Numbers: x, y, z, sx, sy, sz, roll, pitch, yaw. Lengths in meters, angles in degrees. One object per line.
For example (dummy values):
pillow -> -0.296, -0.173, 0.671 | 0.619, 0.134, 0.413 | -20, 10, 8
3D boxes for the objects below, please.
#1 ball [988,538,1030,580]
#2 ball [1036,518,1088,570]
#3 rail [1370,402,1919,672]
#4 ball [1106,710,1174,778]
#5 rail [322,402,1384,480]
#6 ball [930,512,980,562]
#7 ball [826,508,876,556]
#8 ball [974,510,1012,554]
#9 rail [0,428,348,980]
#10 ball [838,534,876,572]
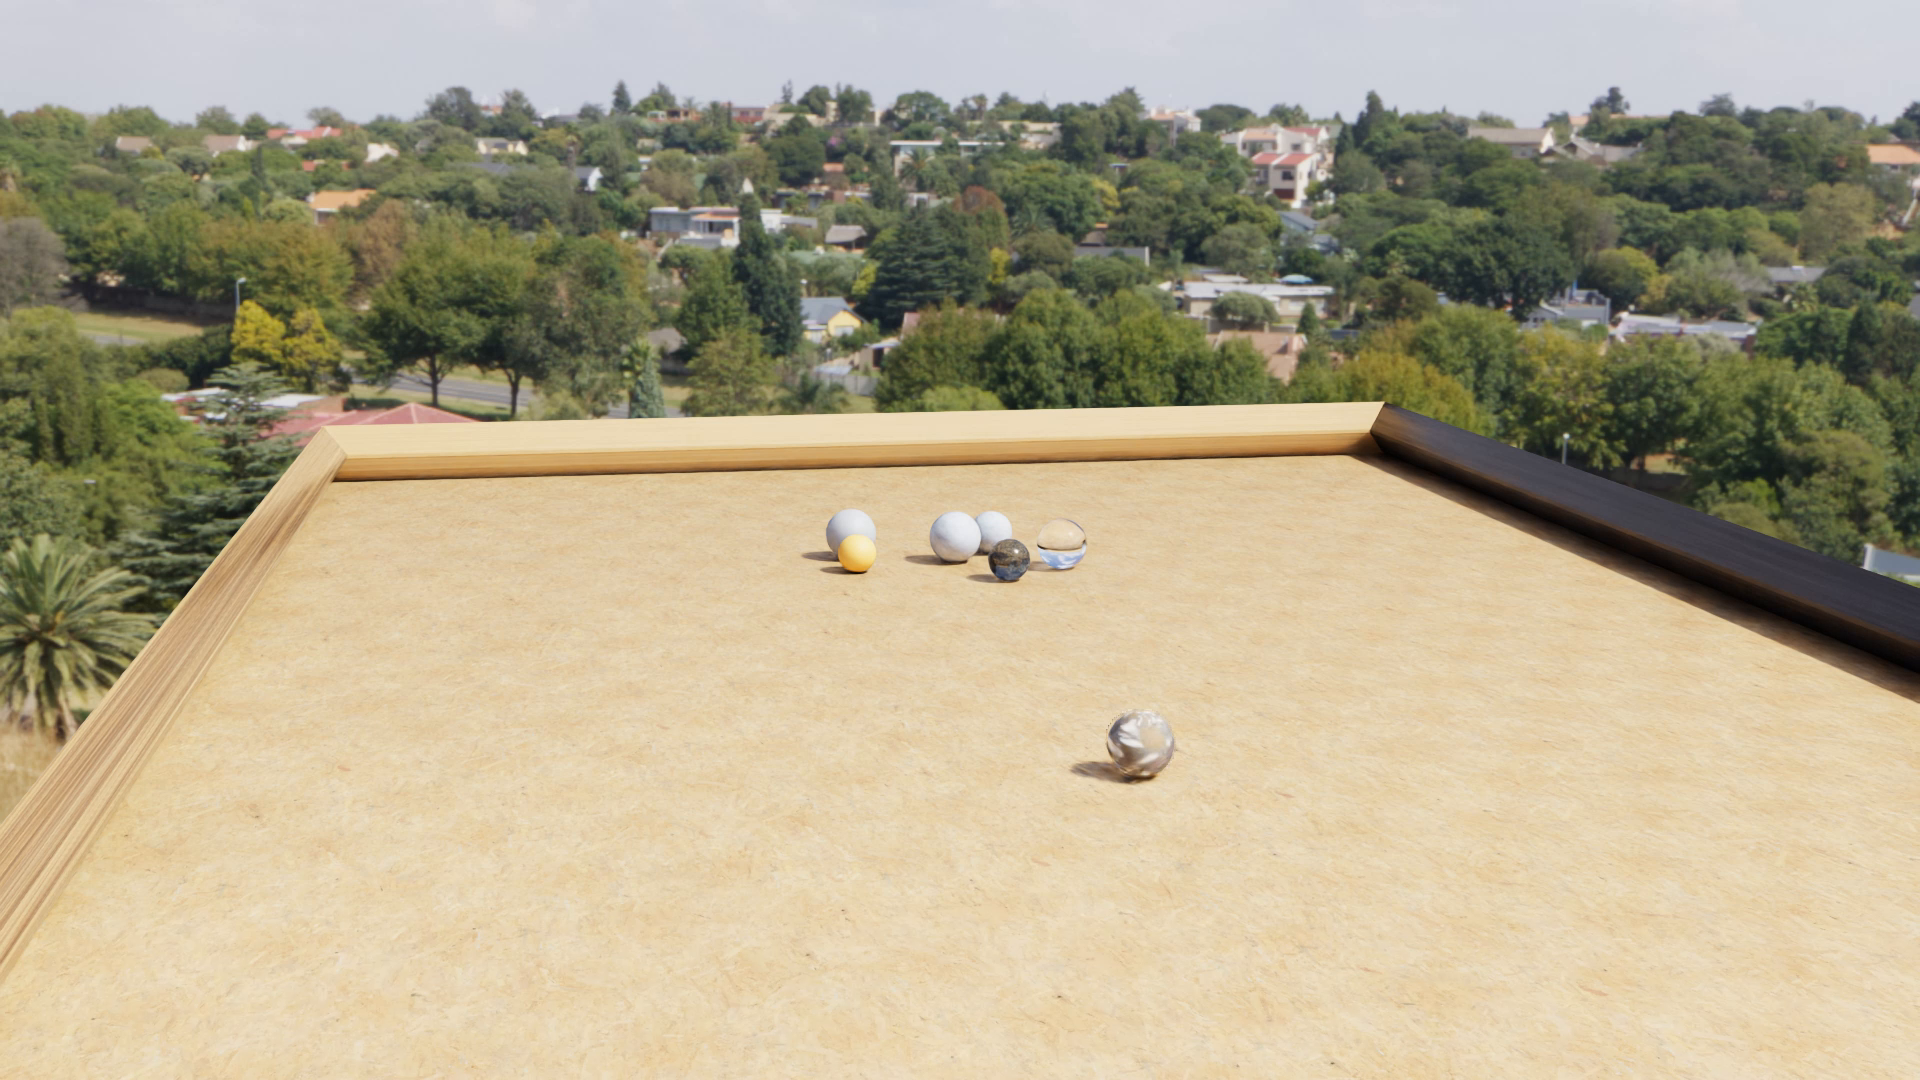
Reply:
ball -> 0.068, 0.027, 3.050 | 0.059, 0.059, 0.059 | 0, 11, 0
ball -> 0.145, 0.005, 3.130 | 0.072, 0.072, 0.072 | 0, 11, 0
rail -> 1.102, 0.122, 2.451 | 0.045, 0.097, 3.638 | -2, 11, -10
ball -> 0.176, 0.199, 2.140 | 0.065, 0.065, 0.065 | 0, 11, 0
rail -> -0.152, -0.180, 4.027 | 1.968, 0.097, 0.045 | -2, 11, -10
ball -> -0.007, -0.004, 3.174 | 0.075, 0.075, 0.075 | 0, 11, 0
ball -> -0.159, -0.009, 3.199 | 0.074, 0.074, 0.074 | 0, 11, 0
ball -> 0.046, -0.011, 3.240 | 0.063, 0.063, 0.063 | 0, 11, 0
rail -> -0.791, 0.184, 2.129 | 0.045, 0.097, 3.638 | -2, 11, -10
ball -> -0.145, 0.019, 3.106 | 0.054, 0.054, 0.054 | 0, 11, 0
